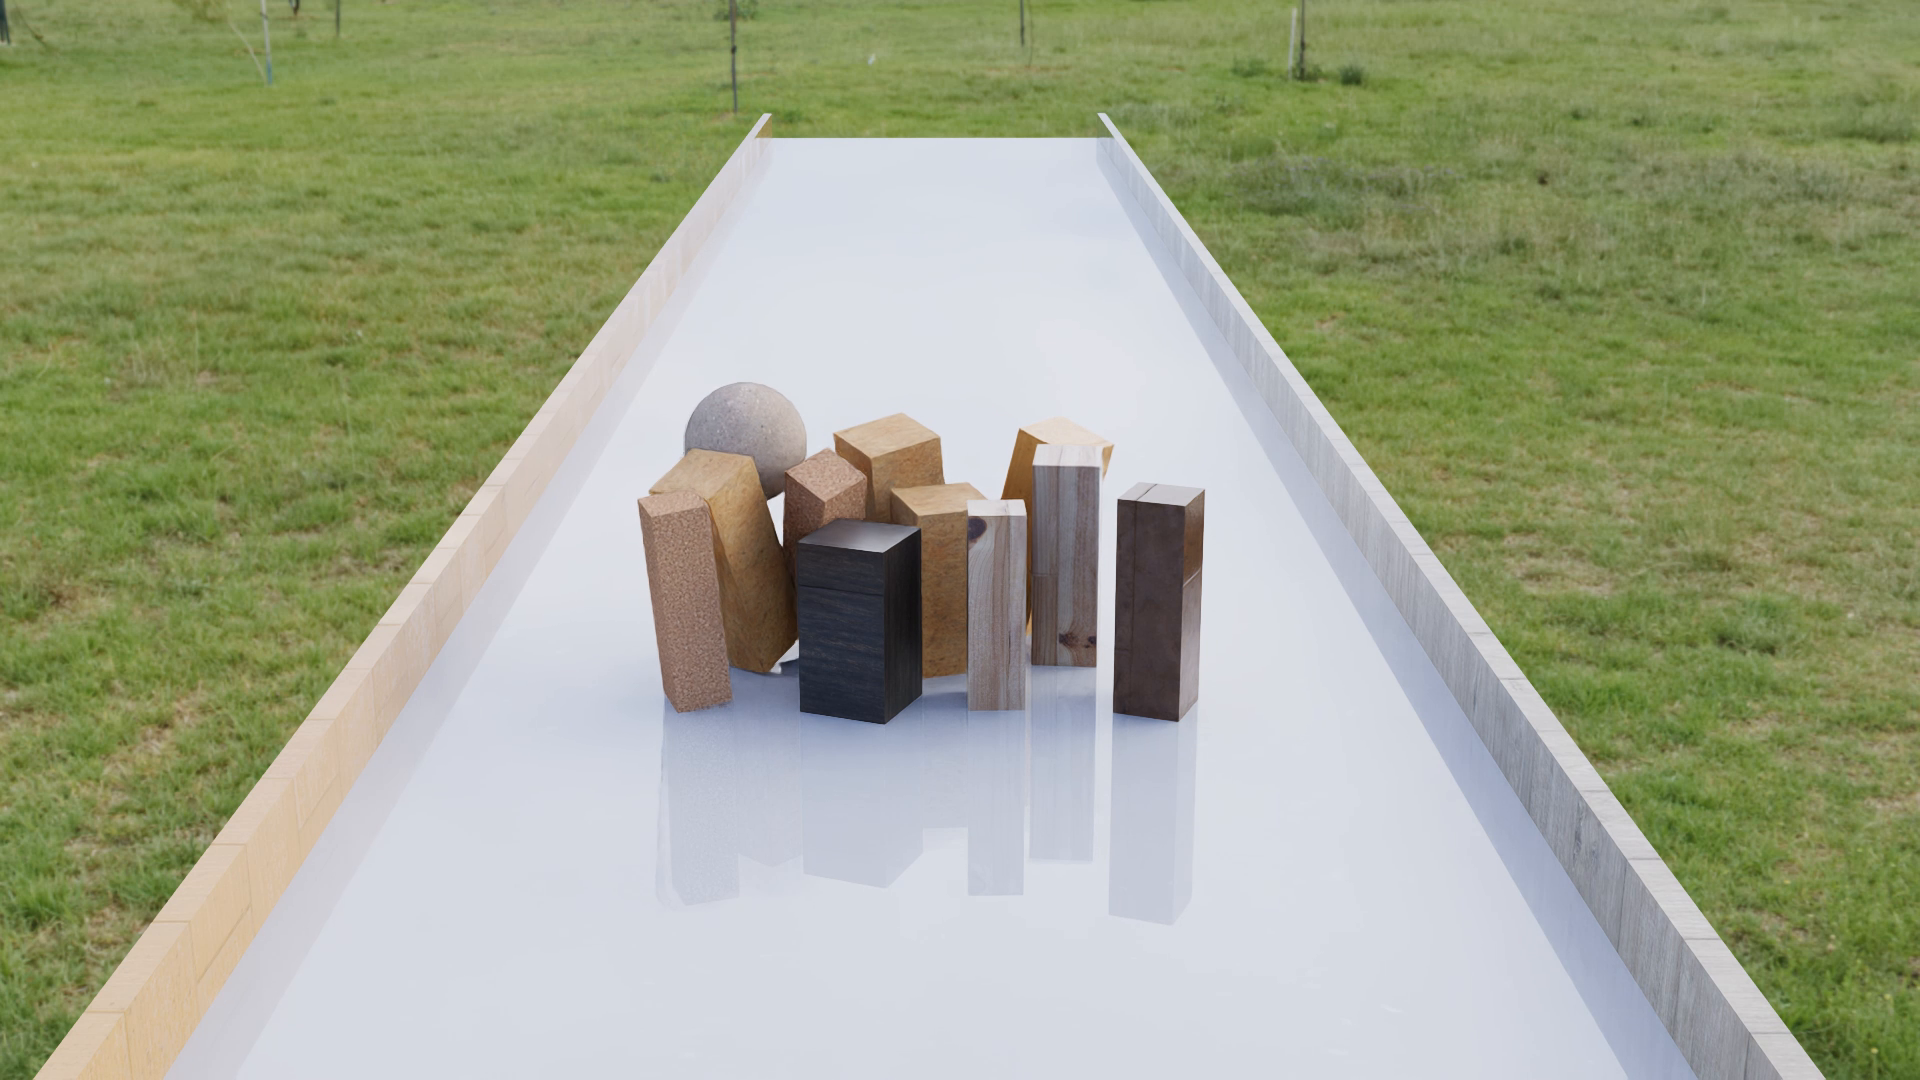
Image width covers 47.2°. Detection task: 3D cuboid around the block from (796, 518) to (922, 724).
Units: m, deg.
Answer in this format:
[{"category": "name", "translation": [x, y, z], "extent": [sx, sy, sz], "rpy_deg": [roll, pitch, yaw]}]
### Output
[{"category": "block", "translation": [-0.187, 0.150, 4.138], "extent": [0.175, 0.333, 0.175], "rpy_deg": [7, 18, 21]}]

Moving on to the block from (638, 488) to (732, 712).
[{"category": "block", "translation": [-0.514, 0.113, 4.121], "extent": [0.108, 0.398, 0.108], "rpy_deg": [-12, 23, -18]}]

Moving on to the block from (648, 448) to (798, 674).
[{"category": "block", "translation": [-0.451, 0.042, 4.304], "extent": [0.147, 0.417, 0.147], "rpy_deg": [9, 40, 32]}]

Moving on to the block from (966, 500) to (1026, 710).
[{"category": "block", "translation": [0.068, 0.123, 4.143], "extent": [0.107, 0.382, 0.107], "rpy_deg": [-1, 17, -2]}]

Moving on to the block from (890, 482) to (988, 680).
[{"category": "block", "translation": [-0.036, 0.079, 4.342], "extent": [0.162, 0.342, 0.162], "rpy_deg": [-6, 21, -20]}]

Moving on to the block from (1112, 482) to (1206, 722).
[{"category": "block", "translation": [0.371, 0.115, 4.109], "extent": [0.129, 0.417, 0.129], "rpy_deg": [7, 18, 21]}]

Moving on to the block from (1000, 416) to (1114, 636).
[{"category": "block", "translation": [0.171, -0.028, 4.547], "extent": [0.142, 0.419, 0.142], "rpy_deg": [30, 31, 29]}]

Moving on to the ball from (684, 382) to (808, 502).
[{"category": "ball", "translation": [-0.426, -0.192, 4.380], "extent": [0.244, 0.244, 0.244], "rpy_deg": [0, 17, 0]}]

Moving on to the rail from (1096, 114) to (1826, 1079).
[{"category": "rail", "translation": [0.932, -0.844, 7.801], "extent": [0.050, 0.150, 12.000], "rpy_deg": [0, 17, -1]}]

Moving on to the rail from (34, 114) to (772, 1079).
[{"category": "rail", "translation": [-1.118, -0.838, 7.780], "extent": [0.050, 0.150, 12.000], "rpy_deg": [0, 17, -1]}]

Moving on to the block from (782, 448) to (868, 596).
[{"category": "block", "translation": [-0.274, 0.025, 4.359], "extent": [0.111, 0.423, 0.111], "rpy_deg": [37, 52, 27]}]

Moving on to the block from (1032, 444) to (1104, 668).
[{"category": "block", "translation": [0.213, 0.032, 4.369], "extent": [0.130, 0.421, 0.130], "rpy_deg": [2, 20, 6]}]

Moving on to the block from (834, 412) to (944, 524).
[{"category": "block", "translation": [-0.131, -0.019, 4.478], "extent": [0.158, 0.429, 0.158], "rpy_deg": [-19, 30, -25]}]
